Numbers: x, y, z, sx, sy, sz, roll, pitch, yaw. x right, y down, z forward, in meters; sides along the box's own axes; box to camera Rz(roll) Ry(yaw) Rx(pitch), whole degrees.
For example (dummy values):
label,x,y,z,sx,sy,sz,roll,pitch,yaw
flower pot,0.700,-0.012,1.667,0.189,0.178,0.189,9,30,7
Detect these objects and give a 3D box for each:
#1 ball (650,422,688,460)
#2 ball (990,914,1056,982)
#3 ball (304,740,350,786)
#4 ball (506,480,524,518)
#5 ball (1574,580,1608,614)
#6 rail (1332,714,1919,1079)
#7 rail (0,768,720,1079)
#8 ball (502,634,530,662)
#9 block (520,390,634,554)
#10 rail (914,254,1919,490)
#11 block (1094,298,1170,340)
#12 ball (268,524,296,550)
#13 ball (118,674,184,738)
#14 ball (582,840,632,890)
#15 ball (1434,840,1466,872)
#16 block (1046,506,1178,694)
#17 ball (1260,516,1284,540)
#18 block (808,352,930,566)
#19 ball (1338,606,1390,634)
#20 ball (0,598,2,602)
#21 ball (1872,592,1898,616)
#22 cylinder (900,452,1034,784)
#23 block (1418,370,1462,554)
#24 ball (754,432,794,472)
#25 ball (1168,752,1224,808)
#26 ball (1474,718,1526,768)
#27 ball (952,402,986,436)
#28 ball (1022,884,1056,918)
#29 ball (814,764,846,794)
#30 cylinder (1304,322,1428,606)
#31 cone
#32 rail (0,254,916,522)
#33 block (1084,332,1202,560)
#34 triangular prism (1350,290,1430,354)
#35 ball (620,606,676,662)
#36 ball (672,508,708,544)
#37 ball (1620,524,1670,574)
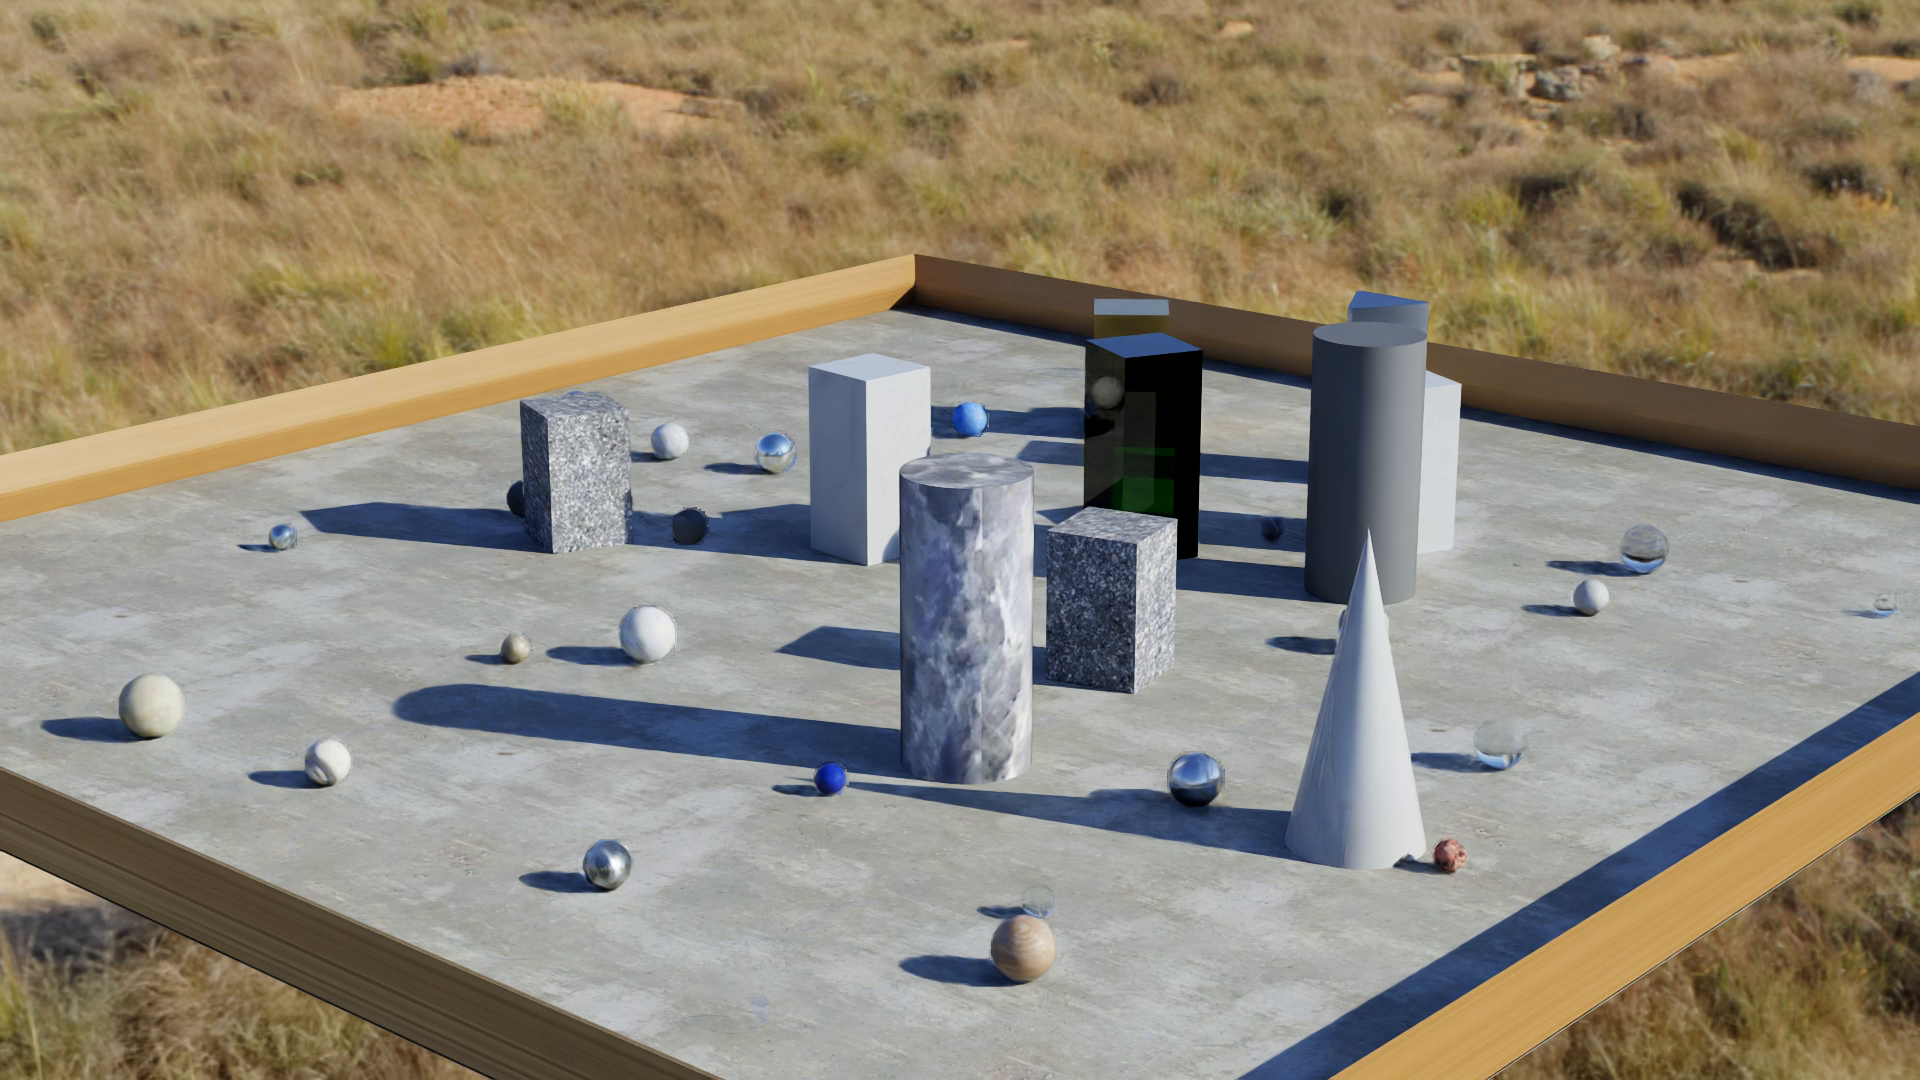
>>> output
label,x,y,z,sx,sy,sz,roll,pitch,yaw
ball,-0.592,-0.202,5.984,0.077,0.077,0.077,0,17,0
ball,0.079,0.505,3.631,0.082,0.082,0.082,0,17,0
ball,-0.919,0.323,4.262,0.067,0.067,0.067,0,17,0
ball,-0.825,-0.078,5.578,0.075,0.075,0.075,0,17,0
ball,1.080,0.098,5.020,0.060,0.060,0.060,0,17,0
rail,1.238,0.342,4.091,0.045,0.127,3.477,14,22,39
rail,-1.124,0.406,3.880,3.326,0.127,0.045,14,22,39
ball,-0.725,0.177,4.780,0.047,0.047,0.047,0,17,0
block,-0.710,-0.127,5.426,0.156,0.255,0.156,-8,19,-26
rail,1.124,-0.342,6.360,3.326,0.127,0.045,14,22,39
block,0.359,-0.359,6.173,0.156,0.269,0.156,1,17,3
ball,-1.244,-0.005,5.382,0.048,0.048,0.048,0,17,0
ball,-1.227,0.251,4.447,0.098,0.098,0.098,0,17,0
ball,-0.469,0.432,3.901,0.066,0.066,0.066,0,17,0
ball,0.662,0.426,3.961,0.043,0.043,0.043,0,17,0
block,0.243,0.095,4.702,0.156,0.249,0.156,9,19,26
ball,0.579,-0.022,5.445,0.045,0.045,0.045,0,17,0
block,-0.164,-0.149,5.347,0.156,0.343,0.156,-15,23,-41
ball,0.665,0.142,4.832,0.084,0.084,0.084,0,17,0
ball,-1.668,0.103,5.022,0.048,0.048,0.048,0,17,0
ball,1.581,0.110,5.012,0.041,0.041,0.041,0,17,0
cylinder,0.010,0.114,4.296,0.195,0.448,0.195,0,17,0
block,0.804,-0.144,5.385,0.156,0.312,0.156,-7,18,-23
ball,-0.373,-0.175,5.889,0.081,0.081,0.081,0,17,0
ball,0.336,0.342,4.179,0.079,0.079,0.079,0,17,0
ball,0.797,0.299,4.323,0.076,0.076,0.076,0,17,0
ball,0.020,-0.254,6.165,0.073,0.073,0.073,0,17,0
ball,0.102,0.470,3.814,0.043,0.043,0.043,0,17,0
ball,-0.187,0.345,4.227,0.045,0.045,0.045,0,17,0
cylinder,0.704,-0.134,5.096,0.195,0.459,0.195,0,17,0
cone,0.548,0.200,3.996,0.195,0.455,0.195,0,17,0
rail,-1.238,-0.279,6.149,0.045,0.127,3.477,14,22,39
block,0.330,-0.165,5.326,0.156,0.387,0.156,-7,18,-23
triangular prism,0.817,-0.305,5.835,0.169,0.361,0.146,-5,17,-16
ball,-0.509,0.154,4.779,0.091,0.091,0.091,0,17,0
ball,-0.499,-0.025,5.416,0.066,0.066,0.066,0,17,0
ball,1.224,0.016,5.246,0.086,0.086,0.086,0,17,0
